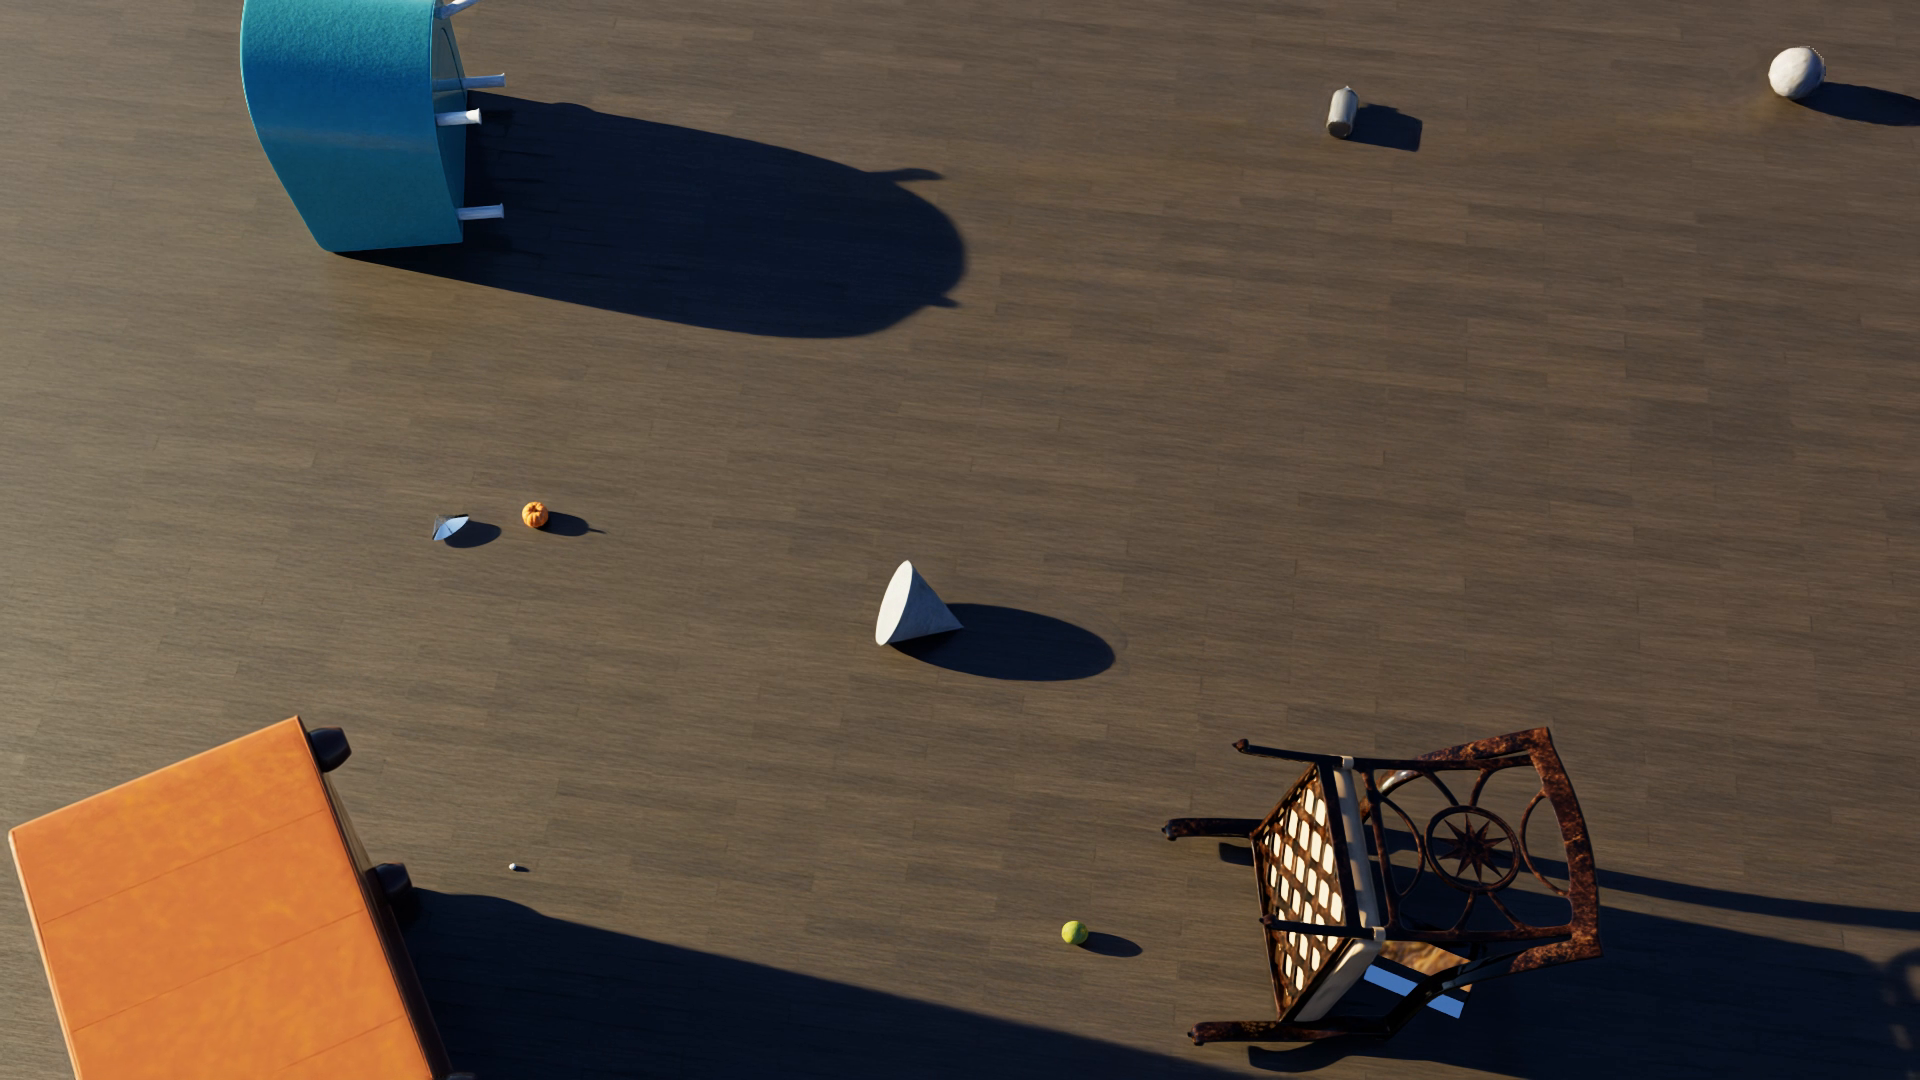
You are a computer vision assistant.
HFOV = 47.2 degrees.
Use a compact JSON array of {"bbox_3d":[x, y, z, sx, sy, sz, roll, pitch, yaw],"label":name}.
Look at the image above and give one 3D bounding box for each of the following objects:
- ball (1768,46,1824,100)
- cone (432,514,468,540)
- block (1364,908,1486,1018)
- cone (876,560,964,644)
[{"bbox_3d":[2.868,-1.601,7.543,0.176,0.176,0.176,0,56,0],"label":"ball"},{"bbox_3d":[-1.550,-0.058,6.598,0.128,0.050,0.087,-36,47,-21],"label":"cone"},{"bbox_3d":[1.210,1.104,5.729,0.262,0.174,0.136,21,59,14],"label":"block"},{"bbox_3d":[-0.089,0.218,6.367,0.228,0.213,0.255,20,84,-19],"label":"cone"}]
